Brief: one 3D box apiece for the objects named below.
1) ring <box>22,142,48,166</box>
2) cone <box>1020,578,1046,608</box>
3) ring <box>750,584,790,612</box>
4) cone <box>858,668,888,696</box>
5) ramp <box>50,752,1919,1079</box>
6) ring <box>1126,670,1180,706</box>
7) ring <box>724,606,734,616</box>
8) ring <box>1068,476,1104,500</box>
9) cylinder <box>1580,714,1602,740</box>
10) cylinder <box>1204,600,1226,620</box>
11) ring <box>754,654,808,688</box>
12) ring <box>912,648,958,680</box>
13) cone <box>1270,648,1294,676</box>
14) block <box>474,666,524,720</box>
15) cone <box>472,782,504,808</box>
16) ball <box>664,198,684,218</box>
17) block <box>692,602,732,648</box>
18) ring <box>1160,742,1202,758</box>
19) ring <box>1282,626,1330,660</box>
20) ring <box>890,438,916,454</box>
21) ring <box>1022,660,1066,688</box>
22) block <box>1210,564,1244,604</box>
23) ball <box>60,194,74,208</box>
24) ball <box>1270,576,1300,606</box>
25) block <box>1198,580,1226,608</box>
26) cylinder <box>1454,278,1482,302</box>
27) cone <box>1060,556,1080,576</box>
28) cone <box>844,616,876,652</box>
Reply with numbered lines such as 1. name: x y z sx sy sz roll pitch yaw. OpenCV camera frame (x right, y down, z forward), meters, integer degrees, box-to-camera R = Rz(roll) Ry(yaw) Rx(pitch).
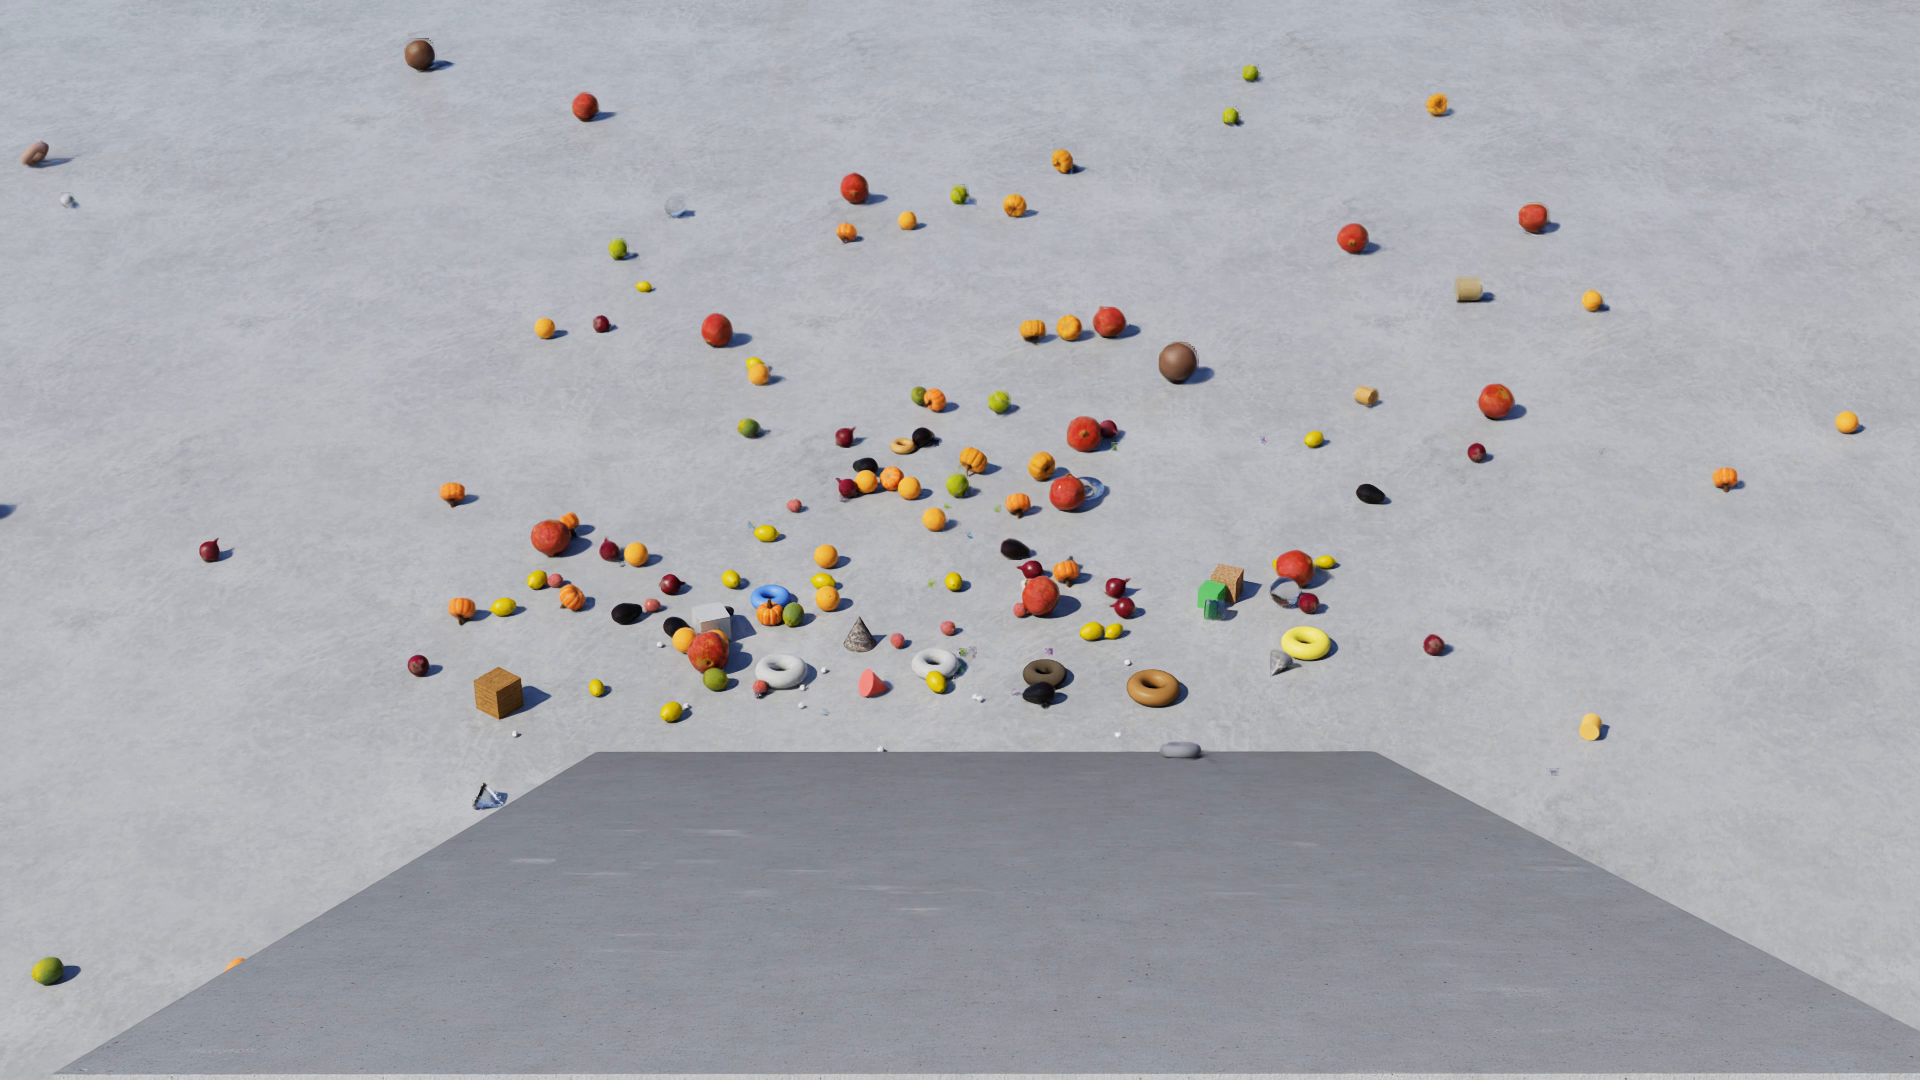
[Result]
1. ring: -3.712 -1.551 10.380 0.041 0.122 0.122 49 42 1
2. cone: 0.204 0.166 7.451 0.078 0.078 0.078 7 57 12
3. ring: -0.545 0.168 7.445 0.116 0.039 0.116 0 31 0
4. cone: -0.224 0.395 7.051 0.077 0.077 0.077 15 20 -31
5. ramp: 0.067 0.596 4.652 2.000 0.100 4.000 0 0 0
6. ring: 0.525 0.401 7.027 0.146 0.049 0.146 1 30 -1
7. ring: -0.680 0.208 7.354 0.077 0.026 0.077 -12 -13 -3
8. ring: 0.391 -0.161 8.019 0.112 0.037 0.112 -1 29 1
9. cylinder: 1.672 0.495 6.859 0.052 0.052 0.052 11 32 18
10. cylinder: 0.726 0.197 7.377 0.054 0.054 0.054 6 30 10
11. ring: -0.491 0.359 7.101 0.145 0.048 0.145 0 28 0
12. ring: -0.068 0.342 7.135 0.131 0.044 0.131 -1 30 1
13. cone: 0.871 0.349 7.134 0.071 0.071 0.071 18 61 28
14. block: -1.242 0.412 6.966 0.090 0.090 0.090 22 36 33
15. cone: -1.194 0.662 6.588 0.072 0.072 0.072 25 28 -10
16. ball: -1.095 -1.277 9.928 0.075 0.075 0.075 0 30 0
17. block: -0.698 0.239 7.272 0.086 0.086 0.086 -12 32 -19
18. ring: 0.553 0.527 6.478 0.103 0.034 0.103 -1 1 0
19. ring: 0.966 0.288 7.228 0.138 0.046 0.138 -1 30 1
20. ring: -0.183 -0.301 8.273 0.081 0.027 0.081 0 29 0
21. ring: 0.232 0.367 7.094 0.121 0.040 0.121 -1 29 0
22. block: 0.772 0.126 7.479 0.076 0.076 0.076 12 32 19
23. ball: -3.457 -1.314 10.017 0.051 0.051 0.051 0 30 0
24. ball: 0.932 0.148 7.433 0.084 0.084 0.084 0 30 0
25. block: 0.723 0.161 7.434 0.061 0.061 0.061 15 33 24
26. cylinder: 1.816 -0.895 9.253 0.082 0.082 0.082 -2 30 -3
27. cone: 0.332 0.086 7.601 0.055 0.055 0.055 42 44 14
28. cone: -0.281 0.251 7.243 0.093 0.093 0.093 0 30 0
